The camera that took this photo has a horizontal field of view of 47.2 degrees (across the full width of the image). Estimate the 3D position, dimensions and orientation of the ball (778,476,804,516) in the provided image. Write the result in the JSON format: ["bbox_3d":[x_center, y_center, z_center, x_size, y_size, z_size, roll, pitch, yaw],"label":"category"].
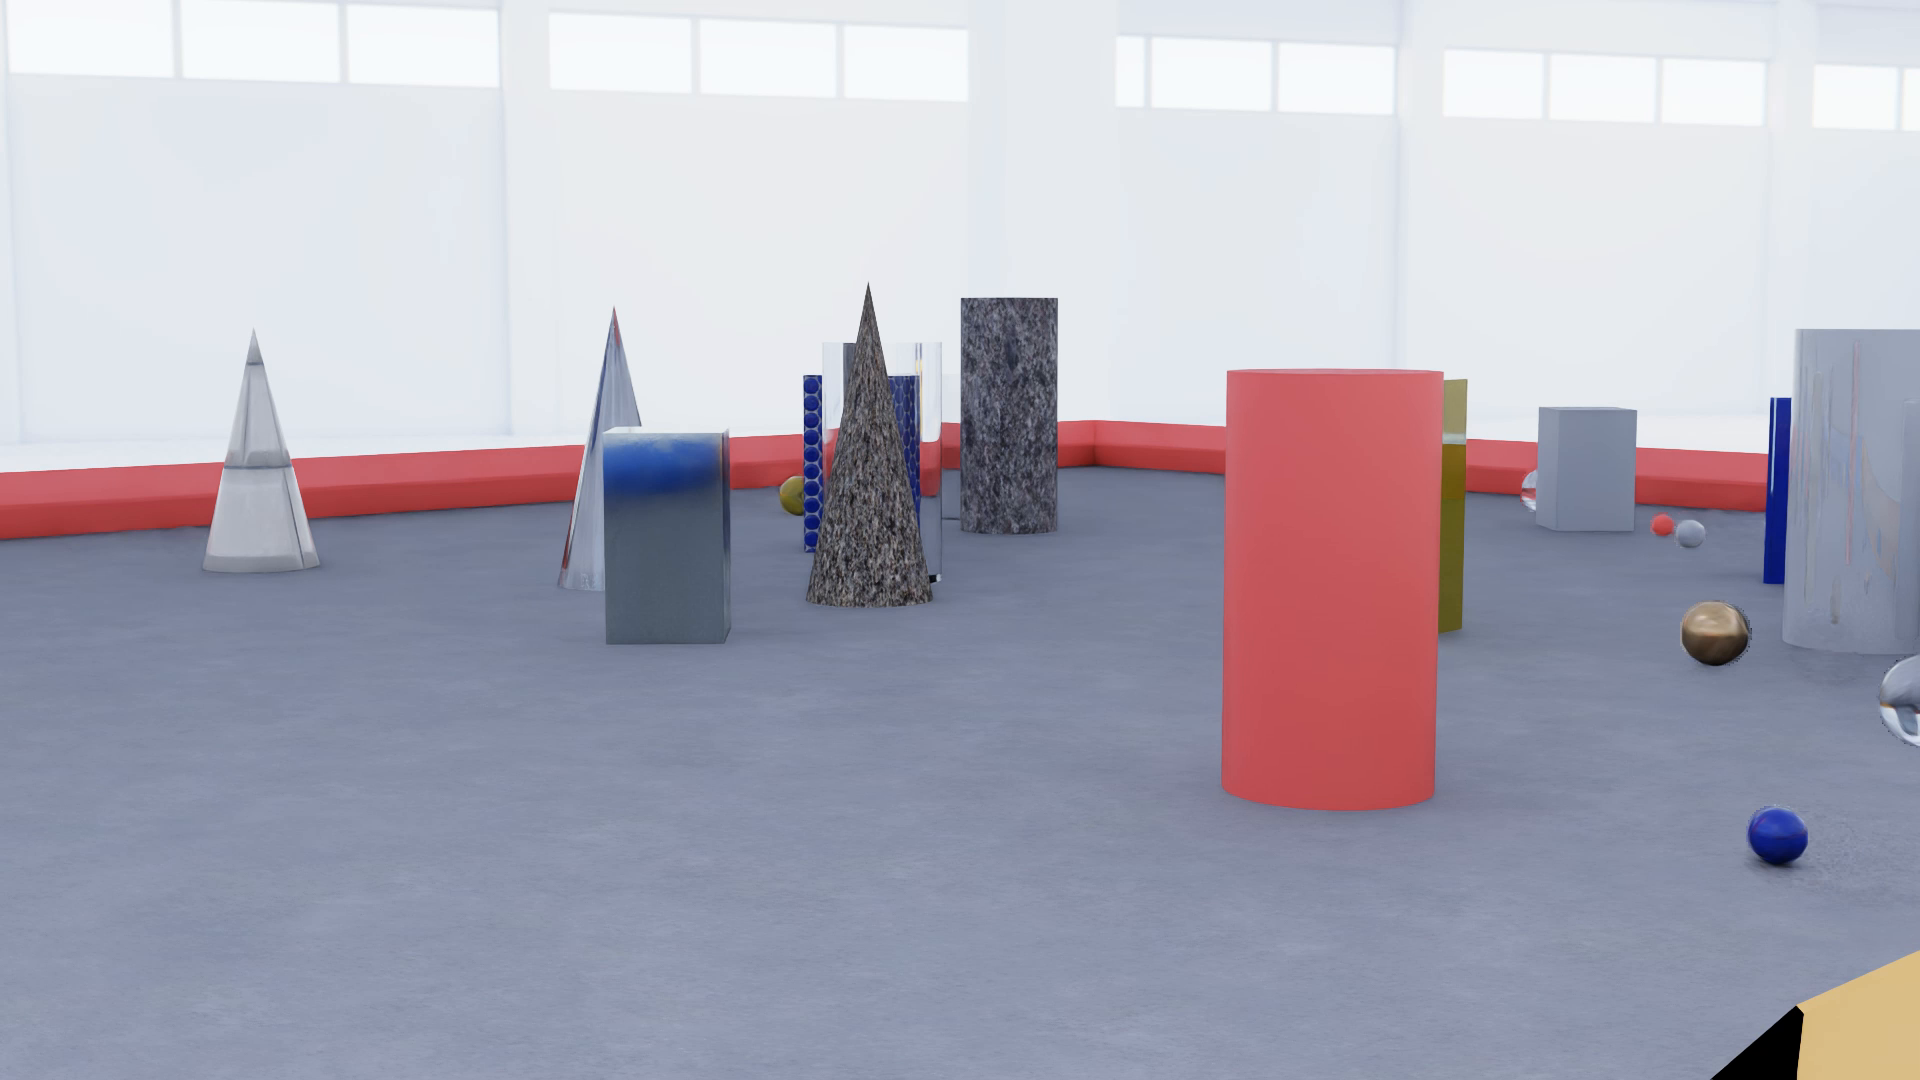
[{"bbox_3d":[-0.351,-0.096,4.778,0.086,0.086,0.086,0,6,0],"label":"ball"}]

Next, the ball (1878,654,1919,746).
[{"bbox_3d":[0.990,0.164,2.245,0.096,0.096,0.096,0,6,0],"label":"ball"}]

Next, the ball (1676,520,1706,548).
[{"bbox_3d":[1.368,-0.011,4.119,0.054,0.054,0.054,0,6,0],"label":"ball"}]

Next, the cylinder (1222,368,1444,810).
[{"bbox_3d":[0.344,0.038,2.041,0.197,0.389,0.197,0,6,0],"label":"cylinder"}]

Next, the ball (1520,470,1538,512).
[{"bbox_3d":[1.285,-0.108,4.839,0.098,0.098,0.098,0,6,0],"label":"ball"}]

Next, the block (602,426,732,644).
[{"bbox_3d":[-0.398,-0.009,3.006,0.158,0.283,0.158,0,6,-2],"label":"block"}]

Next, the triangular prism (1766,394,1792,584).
[{"bbox_3d":[1.396,-0.088,3.658,0.171,0.304,0.148,-1,6,-5],"label":"triangular prism"}]

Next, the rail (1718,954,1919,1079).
[{"bbox_3d":[1.326,0.183,1.903,4.704,0.128,0.045,-5,8,-42],"label":"rail"}]

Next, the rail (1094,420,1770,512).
[{"bbox_3d":[1.711,-0.131,4.902,0.045,0.128,3.957,-5,8,-42],"label":"rail"}]

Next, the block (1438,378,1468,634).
[{"bbox_3d":[0.593,-0.049,3.061,0.158,0.350,0.158,5,8,41],"label":"block"}]

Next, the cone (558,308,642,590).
[{"bbox_3d":[-0.558,-0.155,3.573,0.197,0.455,0.197,0,6,0],"label":"cone"}]

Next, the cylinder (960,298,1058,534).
[{"bbox_3d":[0.099,-0.255,4.457,0.197,0.470,0.197,0,6,0],"label":"cylinder"}]

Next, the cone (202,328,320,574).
[{"bbox_3d":[-1.214,-0.161,3.800,0.197,0.418,0.197,0,6,0],"label":"cone"}]

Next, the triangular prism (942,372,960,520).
[{"bbox_3d":[0.021,-0.204,4.737,0.171,0.310,0.148,3,7,27],"label":"triangular prism"}]

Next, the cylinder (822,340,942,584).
[{"bbox_3d":[-0.129,-0.130,3.634,0.197,0.393,0.197,0,6,0],"label":"cylinder"}]

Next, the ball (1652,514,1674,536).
[{"bbox_3d":[1.391,-0.029,4.350,0.042,0.042,0.042,0,6,0],"label":"ball"}]

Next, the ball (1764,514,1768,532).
[{"bbox_3d":[1.591,-0.034,4.237,0.076,0.076,0.076,0,6,0],"label":"ball"}]

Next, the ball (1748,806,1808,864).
[{"bbox_3d":[0.660,0.238,1.773,0.046,0.046,0.046,0,6,0],"label":"ball"}]

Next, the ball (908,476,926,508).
[{"bbox_3d":[-0.113,-0.108,4.944,0.076,0.076,0.076,0,6,0],"label":"ball"}]

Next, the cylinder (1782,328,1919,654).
[{"bbox_3d":[1.210,-0.071,2.933,0.197,0.420,0.197,0,6,0],"label":"cylinder"}]

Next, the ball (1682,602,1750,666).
[{"bbox_3d":[0.949,0.117,2.764,0.081,0.081,0.081,0,6,0],"label":"ball"}]

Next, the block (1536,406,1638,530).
[{"bbox_3d":[1.286,-0.148,4.520,0.158,0.244,0.158,0,6,0],"label":"block"}]

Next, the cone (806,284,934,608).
[{"bbox_3d":[-0.140,-0.153,3.378,0.197,0.491,0.197,0,6,0],"label":"cone"}]

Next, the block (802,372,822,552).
[{"bbox_3d":[-0.215,-0.148,4.122,0.158,0.327,0.158,0,6,-5],"label":"block"}]

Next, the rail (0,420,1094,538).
[{"bbox_3d":[-1.326,-0.116,4.761,4.704,0.128,0.045,-5,8,-42],"label":"rail"}]
